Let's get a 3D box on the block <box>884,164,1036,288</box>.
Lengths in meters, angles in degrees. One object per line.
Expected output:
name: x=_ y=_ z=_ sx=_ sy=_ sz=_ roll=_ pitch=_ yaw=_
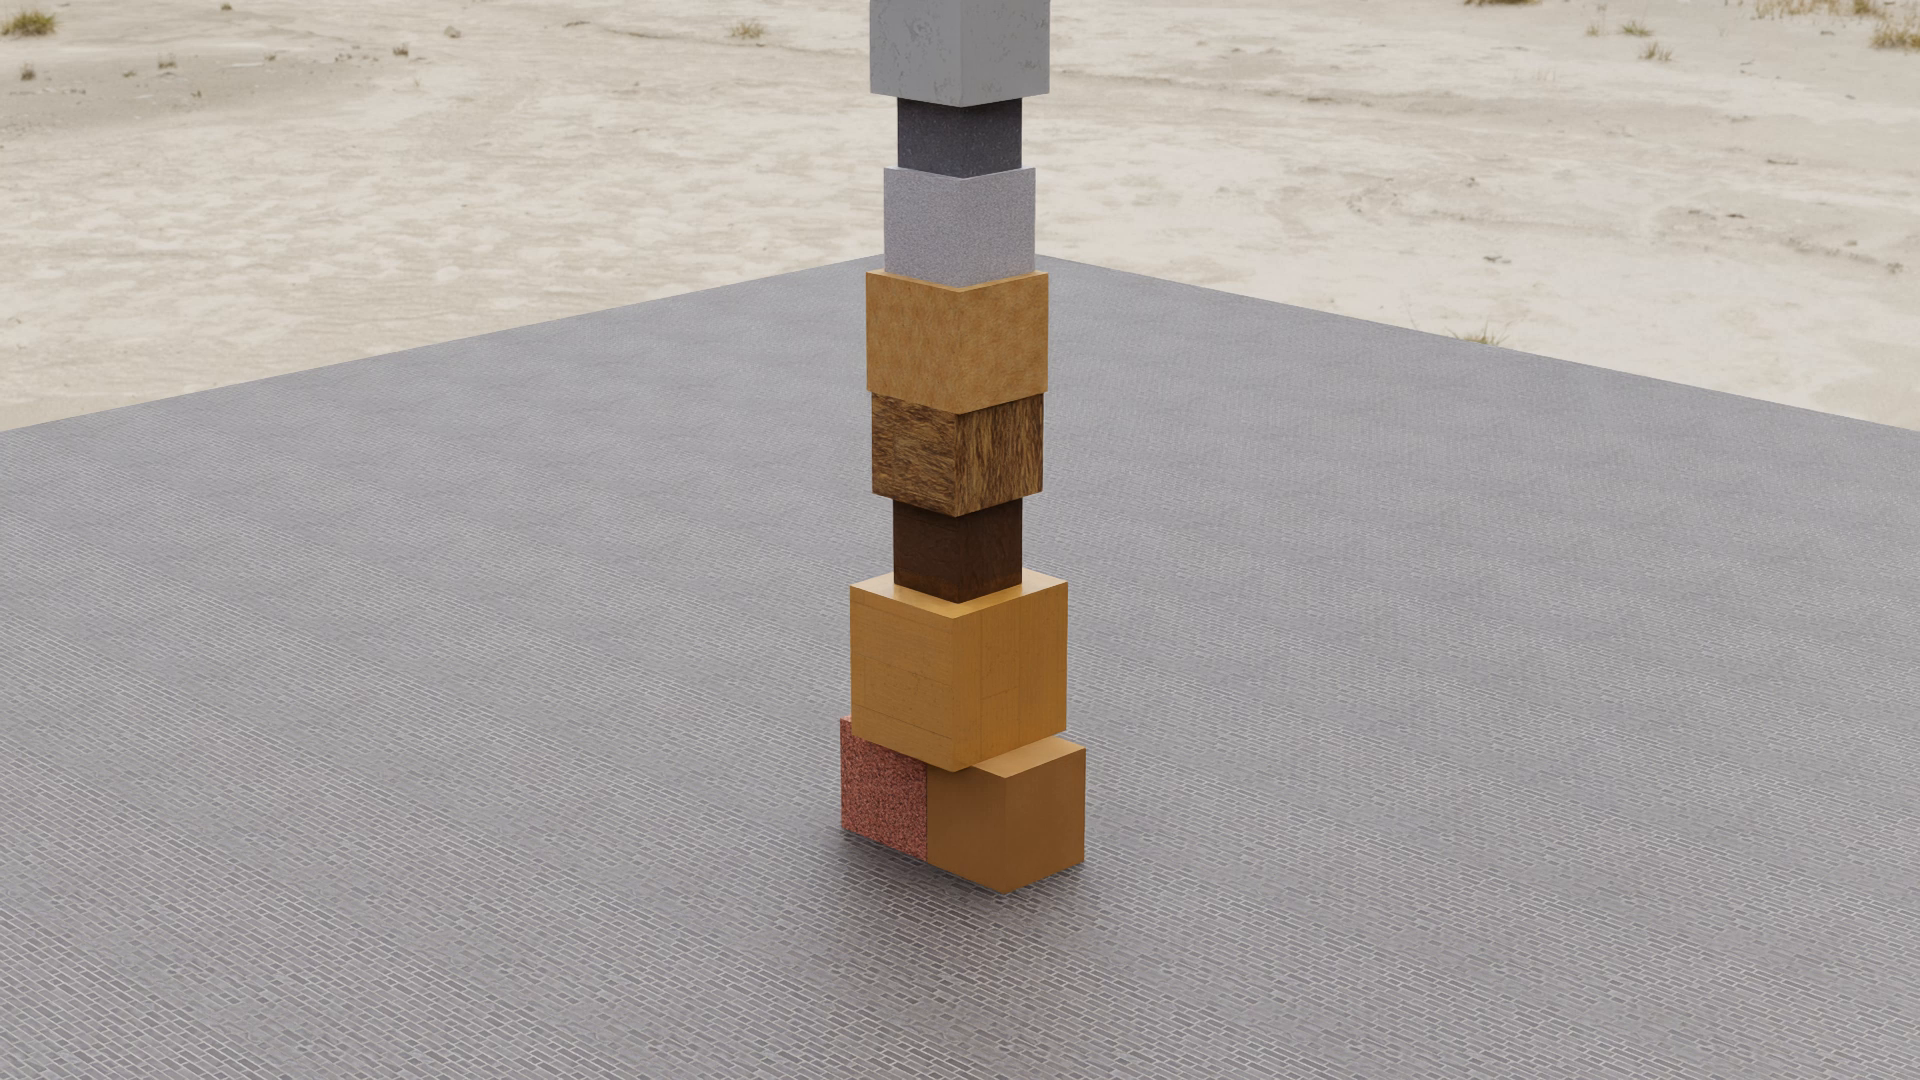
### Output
block: x=-0.002 y=-1.409 z=12.901 sx=0.471 sy=0.466 sz=0.471 roll=-17 pitch=24 yaw=-42

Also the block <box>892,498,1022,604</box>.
block: x=-0.010 y=-0.009 z=13.330 sx=0.413 sy=0.435 sz=0.418 roll=-17 pitch=24 yaw=-42

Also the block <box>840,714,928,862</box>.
block: x=-0.167 y=1.108 z=13.894 sx=0.547 sy=0.555 sz=0.580 roll=-17 pitch=24 yaw=-42

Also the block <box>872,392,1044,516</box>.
block: x=-0.011 y=-0.441 z=13.194 sx=0.564 sy=0.473 sz=0.527 roll=-17 pitch=24 yaw=-42

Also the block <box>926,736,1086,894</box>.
block: x=0.212 y=1.223 z=13.511 sx=0.529 sy=0.566 sz=0.502 roll=-17 pitch=24 yaw=-42

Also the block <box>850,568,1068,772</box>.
block: x=-0.005 y=0.545 z=13.509 sx=0.745 sy=0.729 sz=0.667 roll=-17 pitch=24 yaw=-42

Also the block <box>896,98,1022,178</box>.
block: x=-0.002 y=-1.786 z=12.783 sx=0.360 sy=0.324 sz=0.409 roll=-17 pitch=24 yaw=-42

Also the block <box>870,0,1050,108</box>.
block: x=-0.002 y=-2.175 z=12.662 sx=0.561 sy=0.490 sz=0.541 roll=17 pitch=24 yaw=42

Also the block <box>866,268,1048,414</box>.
block: x=-0.013 y=-0.925 z=13.041 sx=0.557 sy=0.542 sz=0.588 roll=-17 pitch=24 yaw=-42
